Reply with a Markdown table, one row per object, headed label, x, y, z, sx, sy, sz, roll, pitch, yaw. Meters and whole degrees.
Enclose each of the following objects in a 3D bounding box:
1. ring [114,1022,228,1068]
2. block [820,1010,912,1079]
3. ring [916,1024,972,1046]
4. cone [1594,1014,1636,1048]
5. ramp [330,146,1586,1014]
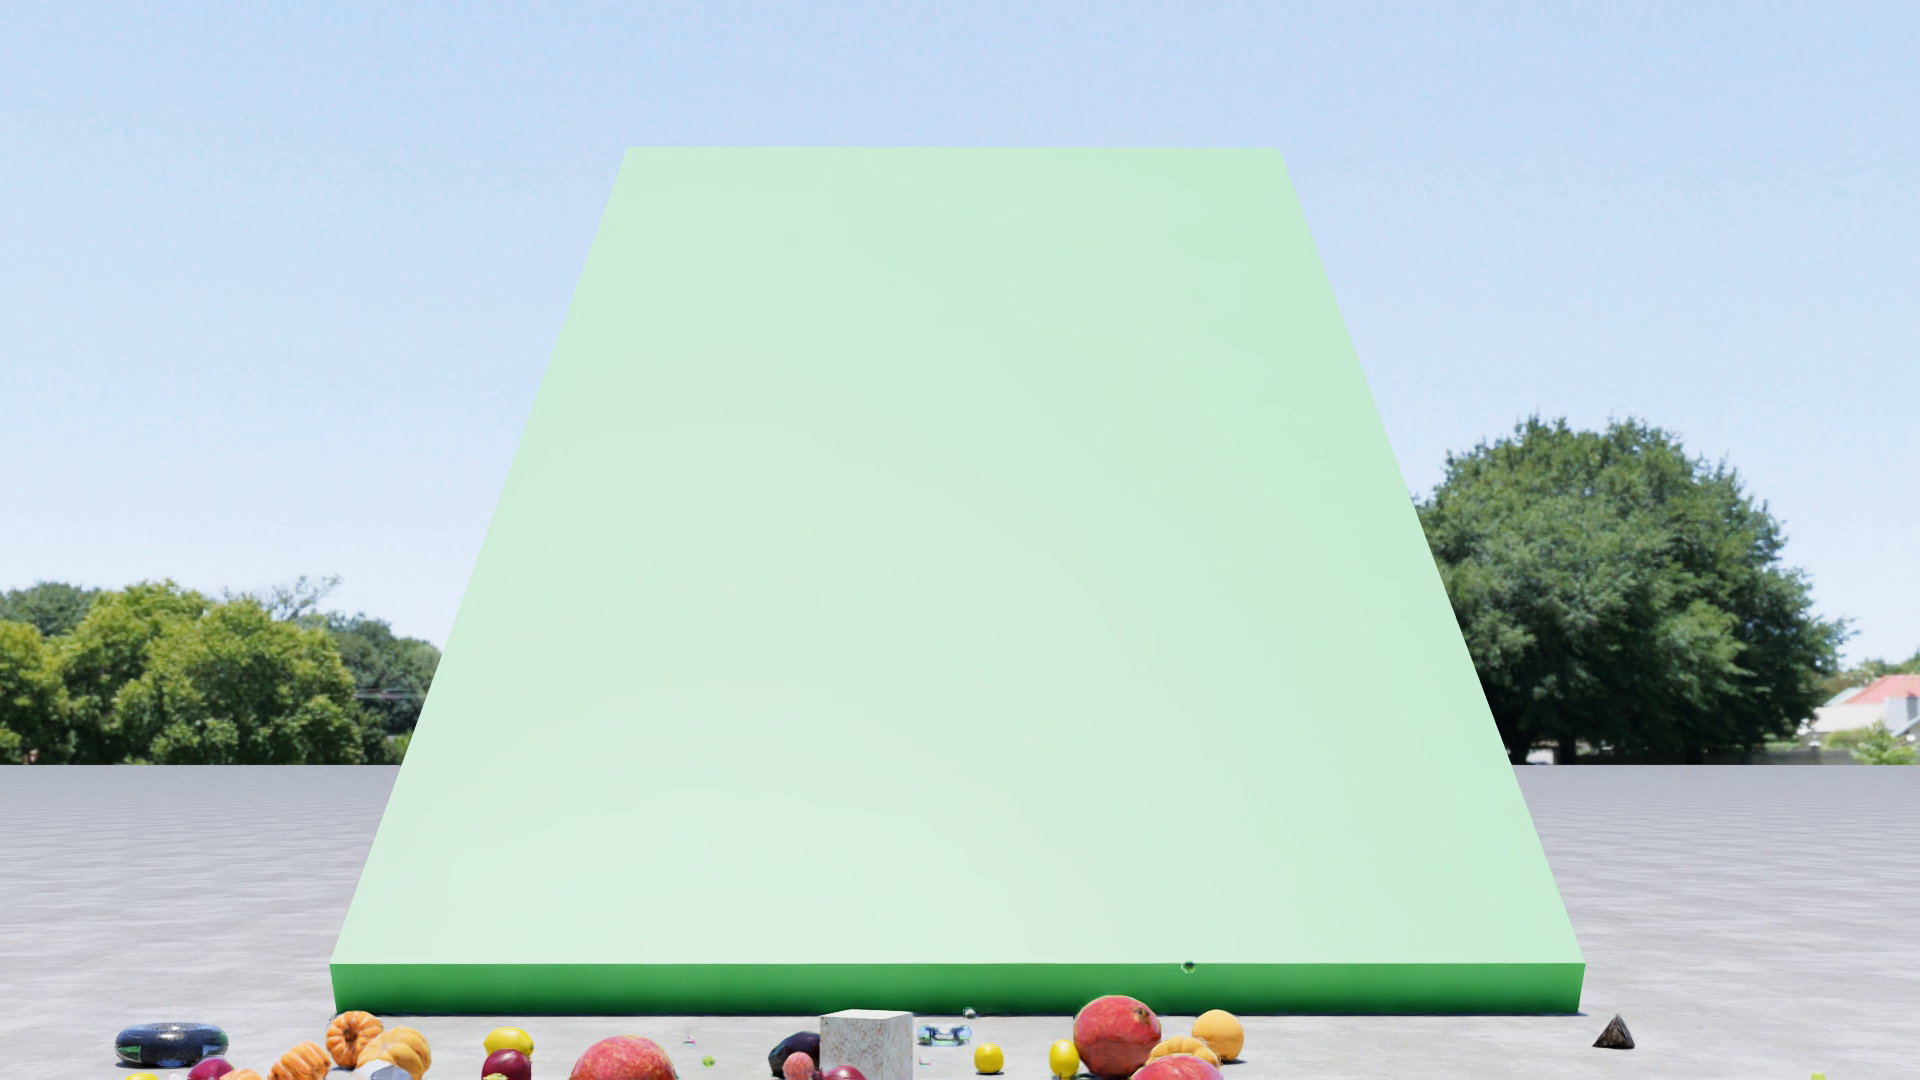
| label | x | y | z | sx | sy | sz | roll | pitch | yaw |
| --- | --- | --- | --- | --- | --- | --- | --- | --- | --- |
| ring | -1.063 | 0.681 | 3.220 | 0.147 | 0.049 | 0.147 | 1 | -6 | 0 |
| block | -0.117 | 0.641 | 3.002 | 0.088 | 0.088 | 0.088 | -2 | -6 | 23 |
| ring | -0.023 | 0.710 | 3.426 | 0.080 | 0.027 | 0.080 | 1 | -4 | 0 |
| cone | 0.921 | 0.708 | 3.387 | 0.053 | 0.053 | 0.053 | -30 | -14 | 16 |
| ramp | -0.011 | -0.222 | 5.588 | 2.000 | 0.100 | 4.000 | 0 | 28 | 0 |
